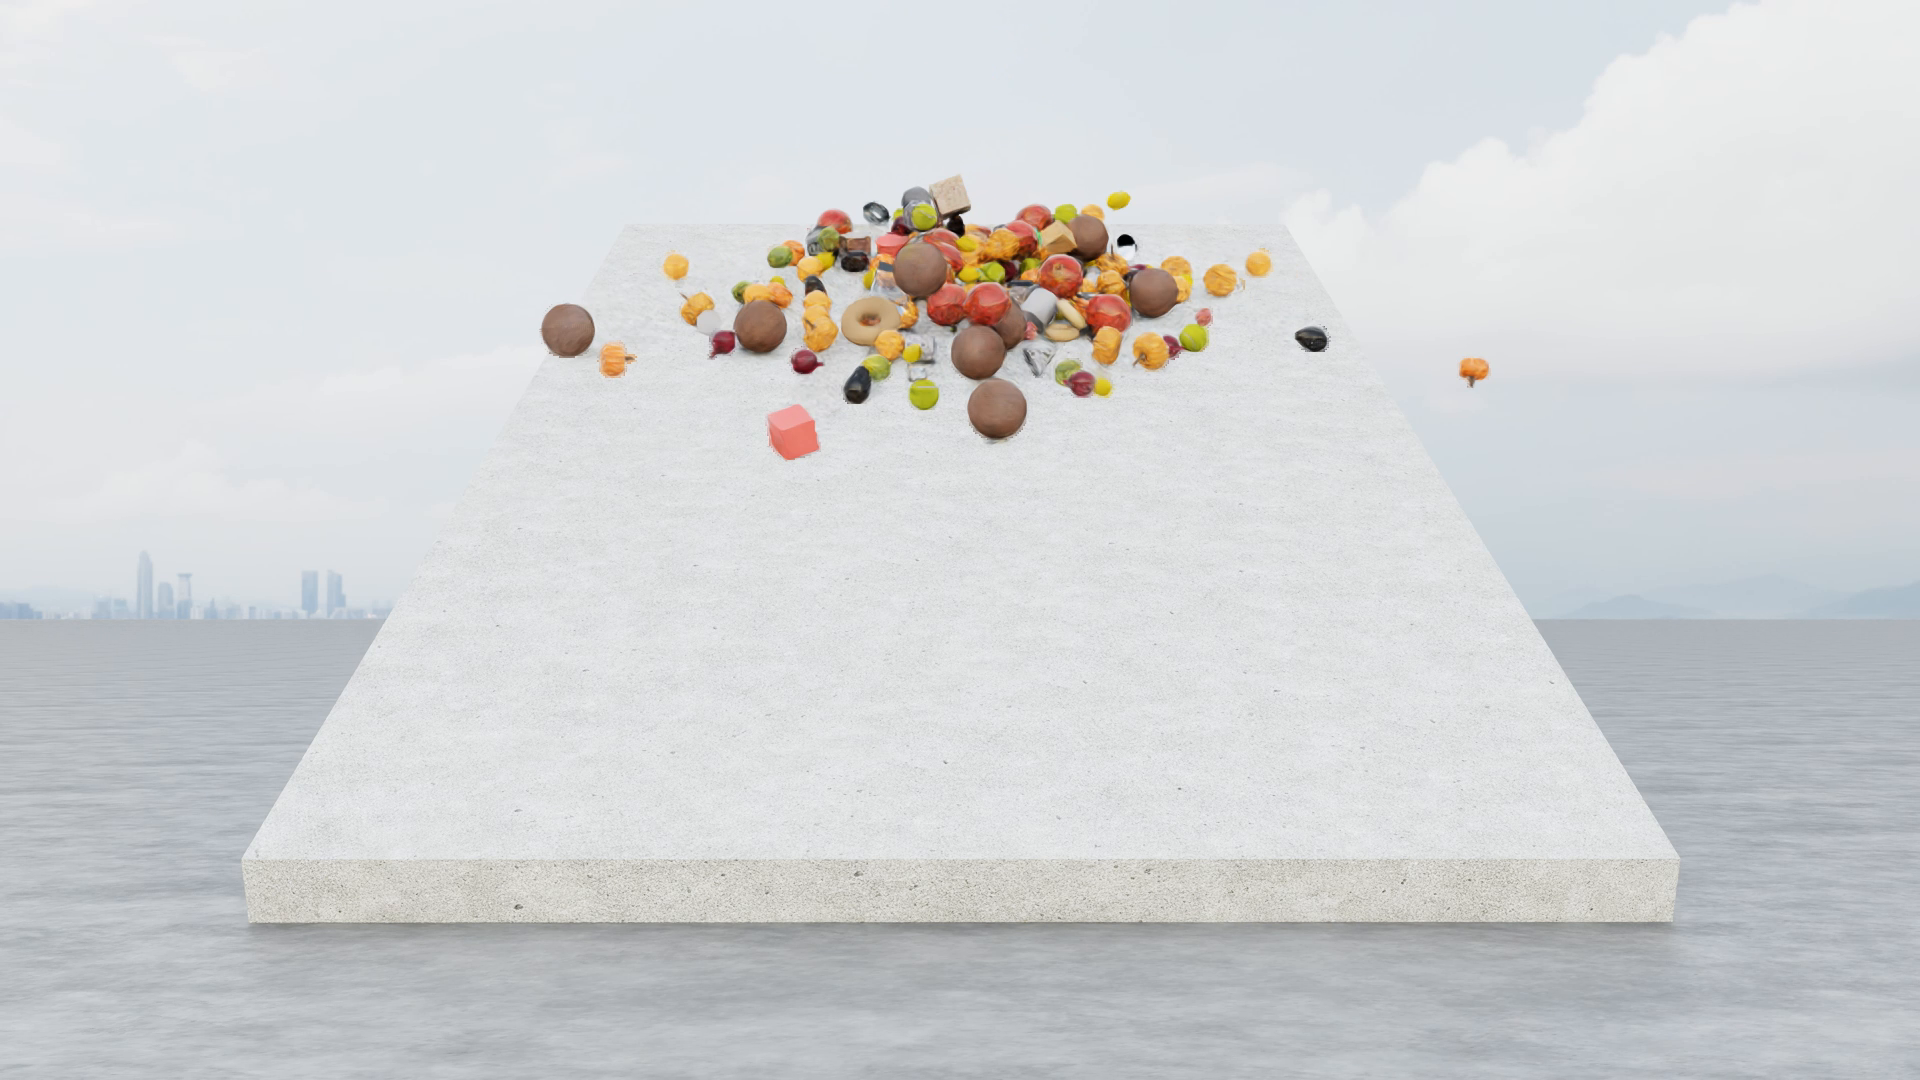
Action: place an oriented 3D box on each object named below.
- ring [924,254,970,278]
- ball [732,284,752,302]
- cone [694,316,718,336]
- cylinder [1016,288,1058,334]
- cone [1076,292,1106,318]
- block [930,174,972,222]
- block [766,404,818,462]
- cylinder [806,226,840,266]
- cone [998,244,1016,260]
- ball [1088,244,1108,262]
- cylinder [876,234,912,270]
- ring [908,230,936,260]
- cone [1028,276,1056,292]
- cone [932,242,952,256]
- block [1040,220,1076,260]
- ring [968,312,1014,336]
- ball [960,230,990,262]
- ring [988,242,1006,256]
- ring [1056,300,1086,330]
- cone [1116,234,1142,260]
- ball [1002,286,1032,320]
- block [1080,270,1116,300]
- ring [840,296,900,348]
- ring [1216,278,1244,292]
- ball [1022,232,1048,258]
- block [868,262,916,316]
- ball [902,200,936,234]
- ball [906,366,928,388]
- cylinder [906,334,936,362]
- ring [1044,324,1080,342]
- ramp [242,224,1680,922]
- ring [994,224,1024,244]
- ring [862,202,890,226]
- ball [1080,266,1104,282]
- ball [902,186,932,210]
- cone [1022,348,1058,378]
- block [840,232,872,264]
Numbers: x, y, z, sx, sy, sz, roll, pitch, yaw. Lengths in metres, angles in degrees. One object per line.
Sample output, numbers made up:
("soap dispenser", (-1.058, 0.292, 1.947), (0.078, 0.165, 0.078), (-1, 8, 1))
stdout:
("ring", (-0.035, -0.761, 6.314), (0.131, 0.044, 0.131), (0, 22, 0))
("ball", (-0.575, -0.652, 6.012), (0.050, 0.050, 0.050), (0, -2, 0))
("cone", (-0.627, -0.542, 5.745), (0.066, 0.066, 0.066), (-1, 22, 21))
("cylinder", (0.197, -0.577, 5.724), (0.082, 0.082, 0.082), (28, -28, 16))
("cone", (0.319, -0.621, 5.846), (0.080, 0.080, 0.080), (-2, -24, 44))
("block", (-0.028, -0.969, 6.446), (0.091, 0.091, 0.091), (-19, -4, -4))
("block", (-0.353, -0.227, 4.801), (0.076, 0.076, 0.076), (-21, 38, -18))
("cylinder", (-0.388, -0.829, 6.416), (0.087, 0.087, 0.087), (0, 28, -10))
("cone", (0.137, -0.826, 6.439), (0.050, 0.050, 0.050), (7, -34, 5))
("ball", (0.391, -0.813, 6.440), (0.054, 0.054, 0.054), (0, -2, 0))
("cylinder", (-0.184, -0.787, 6.296), (0.092, 0.092, 0.092), (-3, 28, 2))
("ring", (-0.128, -0.822, 6.392), (0.143, 0.048, 0.143), (-33, 8, 6))
("cone", (0.224, -0.655, 5.882), (0.081, 0.081, 0.081), (39, 1, -1))
("cone", (-0.064, -0.812, 6.474), (0.059, 0.059, 0.059), (1, -10, -30))
("block", (0.264, -0.807, 6.108), (0.063, 0.063, 0.063), (-33, -46, 21))
("ring", (0.080, -0.545, 5.746), (0.117, 0.039, 0.117), (1, 20, 0))
("ball", (0.042, -0.832, 6.434), (0.088, 0.088, 0.088), (0, -2, 0))
("ring", (0.116, -0.836, 6.528), (0.075, 0.025, 0.075), (-12, 17, 4))
("ring", (0.278, -0.565, 5.693), (0.031, 0.094, 0.094), (-44, -9, 7))
("cone", (0.493, -0.835, 6.442), (0.072, 0.072, 0.072), (-2, 13, 42))
("ball", (0.151, -0.607, 5.839), (0.088, 0.088, 0.088), (0, -2, 0))
("block", (0.363, -0.667, 6.013), (0.058, 0.058, 0.058), (29, 8, -28))
("ring", (-0.218, -0.533, 5.557), (0.149, 0.149, 0.050), (0, -37, 8))
("ring", (0.730, -0.687, 6.148), (0.076, 0.025, 0.076), (1, 21, -1))
("ball", (0.215, -0.836, 6.450), (0.075, 0.075, 0.075), (0, -2, 0))
("block", (-0.171, -0.623, 5.645), (0.093, 0.093, 0.093), (15, -14, -6))
("ball", (-0.111, -0.876, 6.157), (0.090, 0.090, 0.090), (0, -2, 0))
("ball", (-0.099, -0.381, 5.289), (0.050, 0.050, 0.050), (0, -2, 0))
("cylinder", (-0.093, -0.464, 5.492), (0.062, 0.062, 0.062), (3, -1, 7))
("ring", (0.255, -0.518, 5.688), (0.089, 0.030, 0.089), (1, 20, 0))
("ramp", (-0.005, -0.211, 5.051), (2.000, 0.100, 4.000), (0, 21, 0))
("ring", (0.137, -0.855, 6.360), (0.091, 0.030, 0.091), (7, -14, 2))
("ring", (-0.253, -0.980, 6.851), (0.089, 0.030, 0.089), (17, -35, 12))
("ball", (0.358, -0.711, 6.159), (0.061, 0.061, 0.061), (0, -2, 0))
("ball", (-0.121, -0.943, 6.346), (0.086, 0.086, 0.086), (0, -2, 0))
("cone", (0.201, -0.434, 5.359), (0.077, 0.077, 0.077), (-29, 3, -10))
("block", (-0.296, -0.827, 6.434), (0.071, 0.071, 0.071), (-7, 21, -20))
